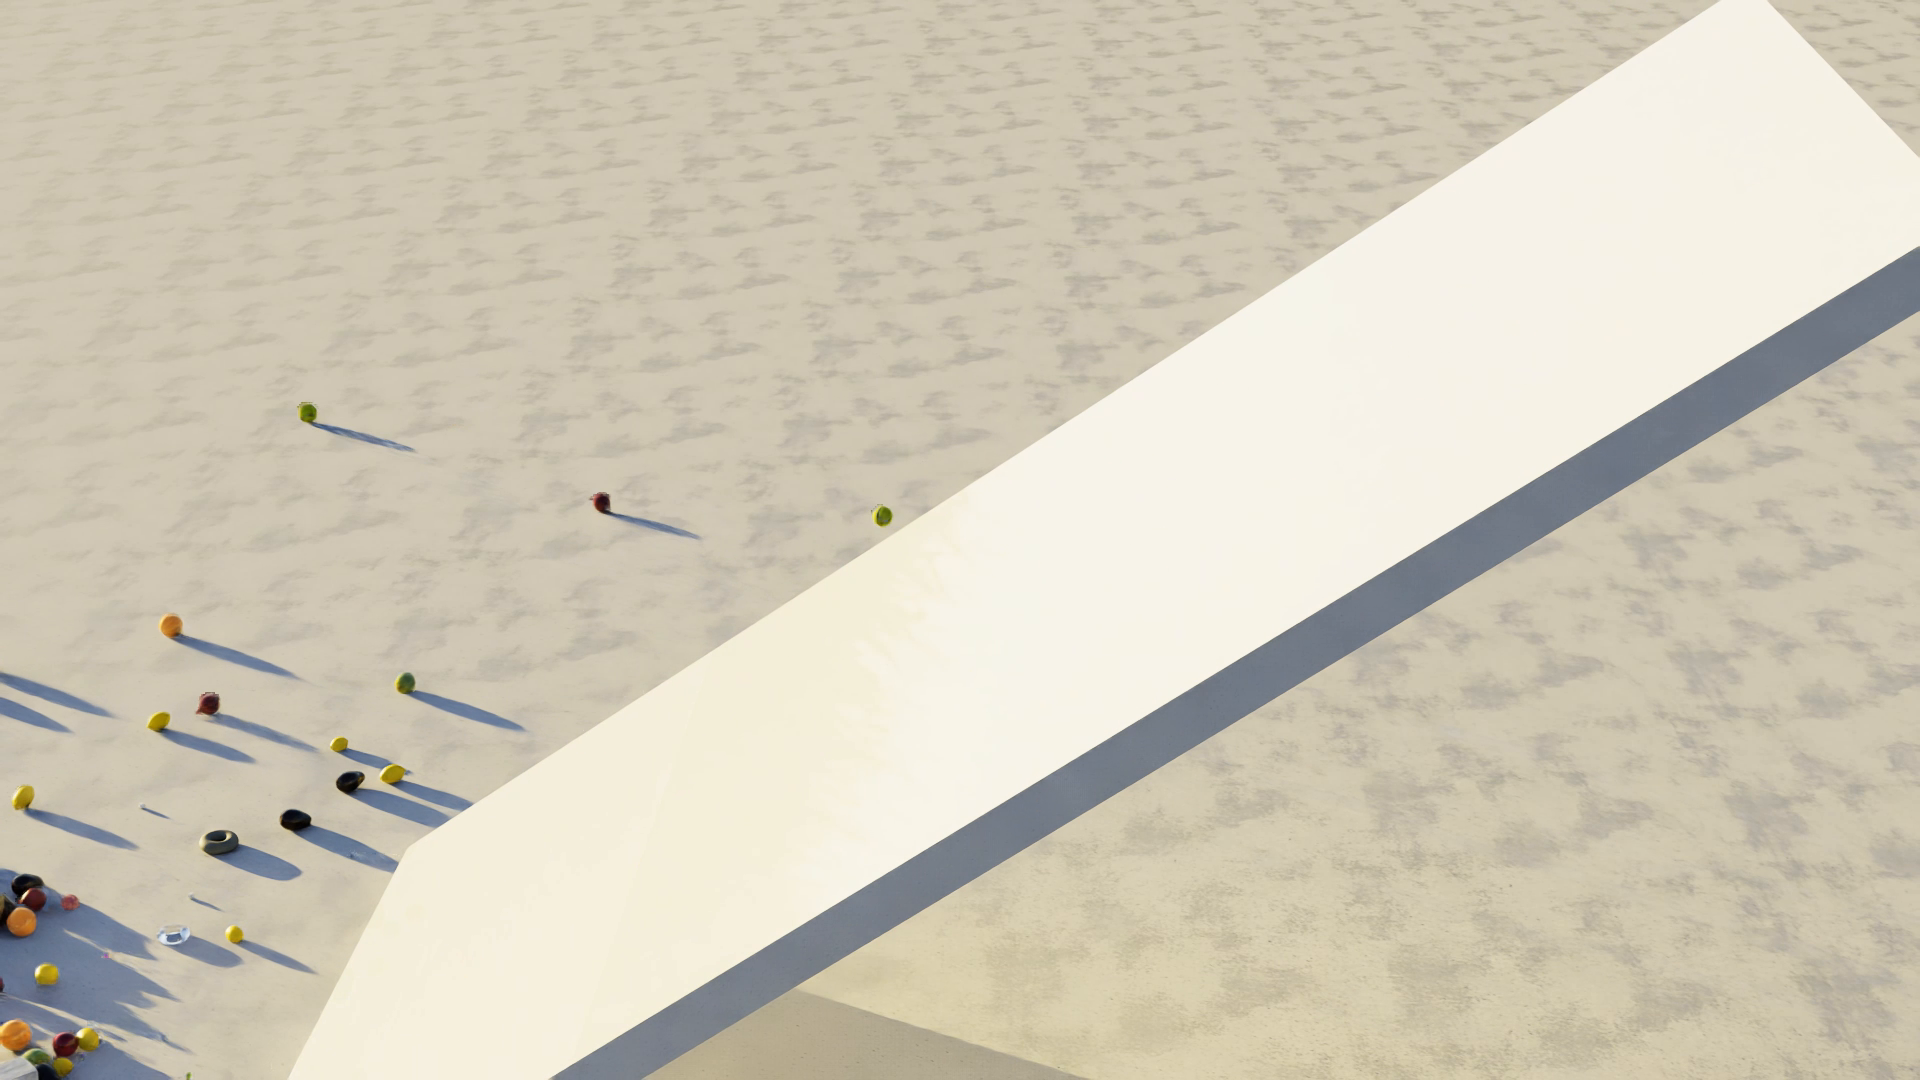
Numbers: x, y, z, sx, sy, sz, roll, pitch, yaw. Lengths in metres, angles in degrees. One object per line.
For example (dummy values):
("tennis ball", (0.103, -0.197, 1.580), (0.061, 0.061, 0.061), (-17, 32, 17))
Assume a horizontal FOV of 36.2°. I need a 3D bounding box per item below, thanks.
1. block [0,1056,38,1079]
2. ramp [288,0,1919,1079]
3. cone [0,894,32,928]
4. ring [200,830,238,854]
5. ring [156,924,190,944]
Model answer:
("block", (-2.168, 1.248, 6.748), (0.080, 0.080, 0.080), (-18, 28, -38))
("ramp", (0.135, 0.174, 6.308), (4.000, 0.100, 2.000), (-33, 16, 15))
("cone", (-2.420, 0.962, 7.527), (0.092, 0.092, 0.092), (19, 10, -32))
("ring", (-1.994, 0.813, 7.916), (0.104, 0.035, 0.104), (1, 22, 0))
("ring", (-1.994, 0.999, 7.454), (0.082, 0.027, 0.082), (0, 23, 0))
